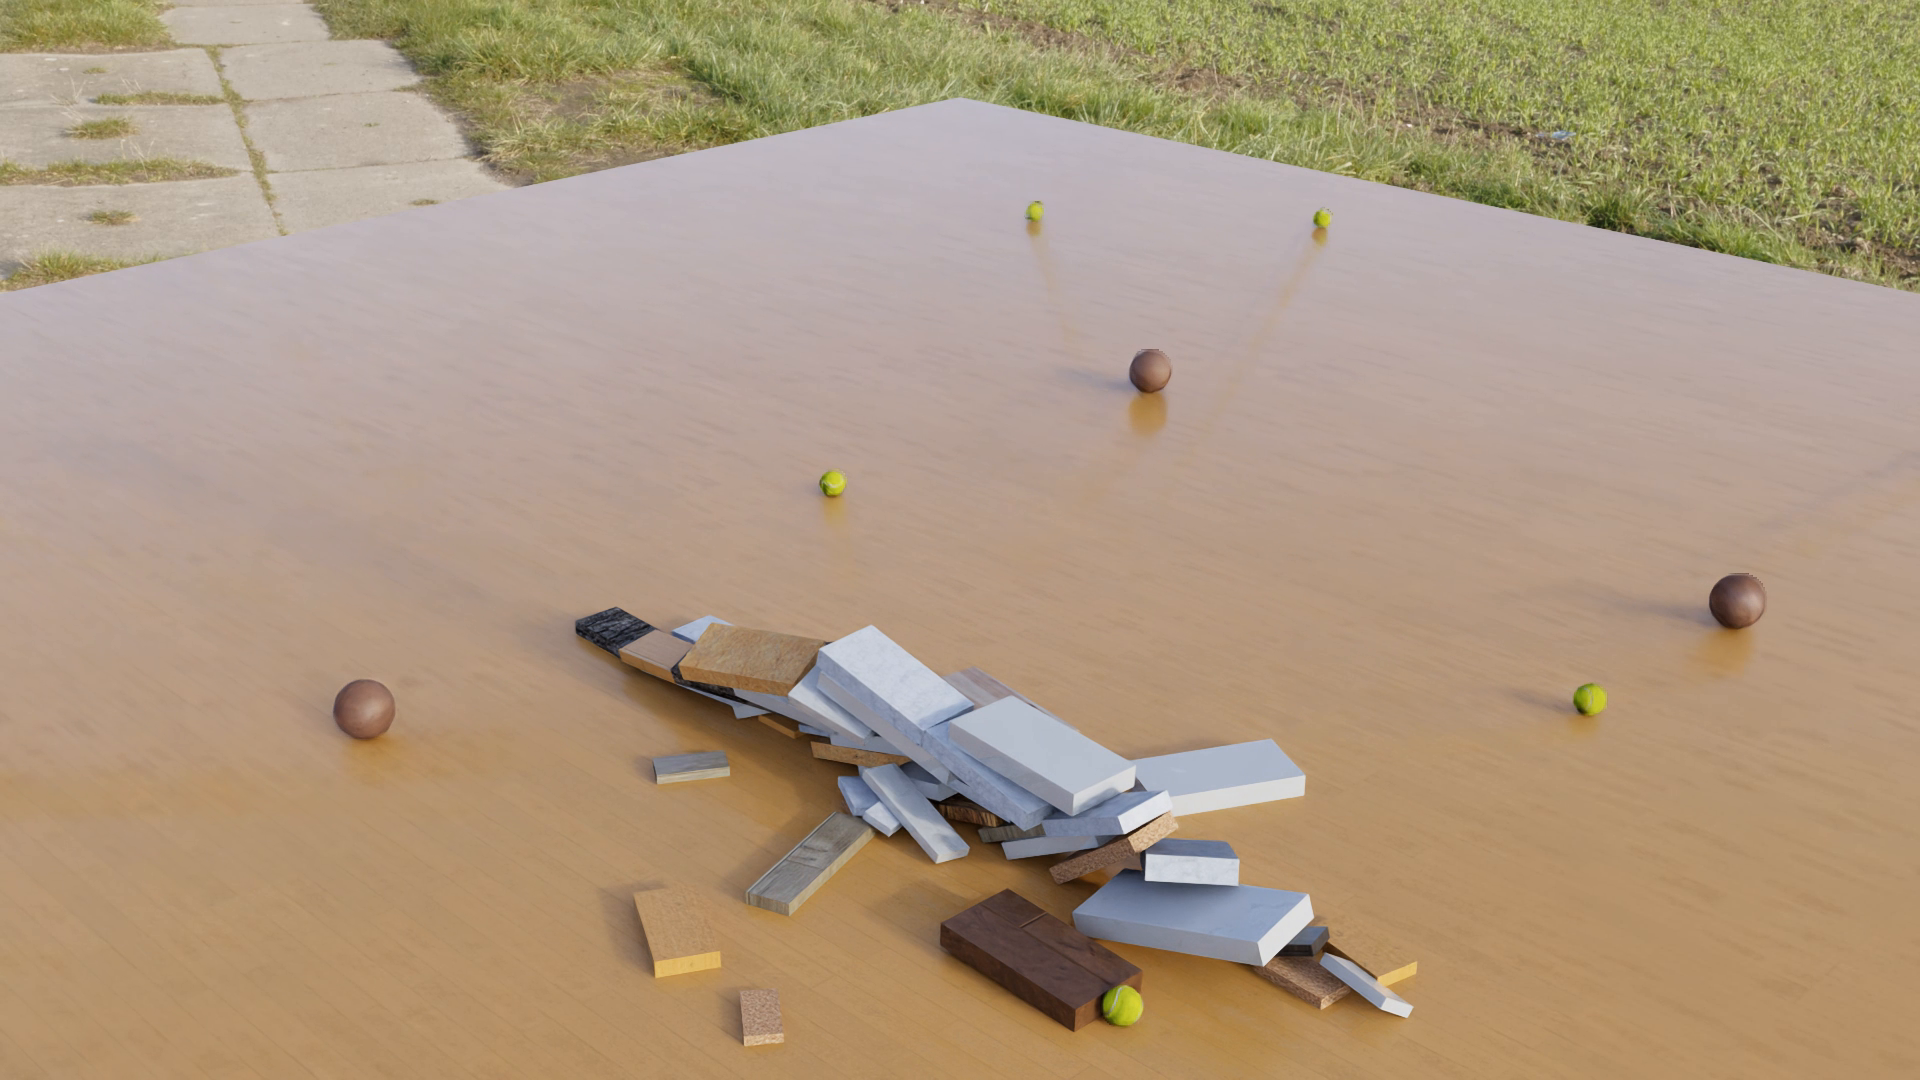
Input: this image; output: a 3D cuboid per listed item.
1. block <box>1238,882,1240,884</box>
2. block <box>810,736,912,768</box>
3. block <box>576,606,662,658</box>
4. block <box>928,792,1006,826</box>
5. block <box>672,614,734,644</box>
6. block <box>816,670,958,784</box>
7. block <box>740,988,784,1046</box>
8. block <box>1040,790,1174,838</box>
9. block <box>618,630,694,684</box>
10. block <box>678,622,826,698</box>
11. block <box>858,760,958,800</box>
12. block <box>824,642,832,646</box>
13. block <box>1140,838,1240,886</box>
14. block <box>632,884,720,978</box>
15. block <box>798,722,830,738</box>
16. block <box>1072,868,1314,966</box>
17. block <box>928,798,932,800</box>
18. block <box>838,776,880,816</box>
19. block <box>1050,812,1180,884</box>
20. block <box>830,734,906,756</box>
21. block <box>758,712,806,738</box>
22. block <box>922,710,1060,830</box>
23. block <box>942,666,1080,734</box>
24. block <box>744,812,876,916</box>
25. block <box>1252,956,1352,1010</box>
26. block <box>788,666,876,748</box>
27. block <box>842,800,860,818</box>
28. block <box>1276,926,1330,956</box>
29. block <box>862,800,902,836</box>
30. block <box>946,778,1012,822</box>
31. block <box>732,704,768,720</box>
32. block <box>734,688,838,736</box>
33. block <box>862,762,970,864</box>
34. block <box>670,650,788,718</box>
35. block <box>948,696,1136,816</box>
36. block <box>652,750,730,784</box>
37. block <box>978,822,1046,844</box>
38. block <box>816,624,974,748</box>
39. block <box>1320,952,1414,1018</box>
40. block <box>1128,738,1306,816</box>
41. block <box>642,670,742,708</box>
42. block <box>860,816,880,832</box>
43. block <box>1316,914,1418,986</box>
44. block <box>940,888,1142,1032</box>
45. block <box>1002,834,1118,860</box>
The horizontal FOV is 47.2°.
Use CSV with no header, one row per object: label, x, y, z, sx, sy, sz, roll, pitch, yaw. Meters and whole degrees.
block,0.484,0.673,4.156,0.105,0.015,0.053,-4,23,-9
block,-0.186,0.432,4.618,0.124,0.035,0.247,-21,16,-40
block,-0.791,0.226,5.186,0.118,0.034,0.237,-20,30,-38
block,0.034,0.532,4.409,0.194,0.028,0.097,3,20,46
block,-0.550,0.242,5.147,0.237,0.034,0.118,20,30,38
block,-0.107,0.351,4.457,0.362,0.043,0.151,34,39,27
block,-0.343,0.823,3.797,0.067,0.019,0.134,-3,23,-8
block,0.273,0.514,4.120,0.124,0.035,0.247,-23,5,-33
block,-0.669,0.264,4.993,0.108,0.030,0.215,-30,30,-34
block,-0.442,0.257,4.711,0.289,0.041,0.144,7,41,26
block,-0.081,0.478,4.515,0.124,0.035,0.248,-21,18,-39
block,-0.229,0.294,4.589,0.096,0.027,0.193,-3,48,-6
block,0.425,0.598,4.110,0.166,0.047,0.333,3,-2,3
block,-0.521,0.714,4.034,0.118,0.034,0.237,-7,24,-16
block,-0.286,0.401,4.723,0.061,0.017,0.121,-20,15,-38
block,0.415,0.674,3.954,0.408,0.048,0.169,1,23,42
block,-0.080,0.504,4.519,0.061,0.017,0.121,-20,19,-39
block,-0.199,0.518,4.458,0.067,0.019,0.134,2,21,-18
block,0.289,0.582,4.152,0.124,0.035,0.247,-25,-5,-40
block,-0.140,0.400,4.553,0.247,0.035,0.124,3,18,43
block,-0.379,0.397,4.804,0.061,0.017,0.122,-21,31,-40
block,0.083,0.444,4.293,0.151,0.043,0.302,-18,41,-38
block,0.076,0.385,4.792,0.167,0.047,0.375,-16,28,-33
block,-0.286,0.623,4.257,0.096,0.027,0.336,11,25,25
block,0.607,0.775,3.906,0.080,0.023,0.159,-18,29,-37
block,-0.248,0.340,4.509,0.193,0.027,0.096,28,52,21
block,-0.173,0.533,4.482,0.121,0.017,0.061,-14,27,-29
block,0.576,0.723,3.963,0.159,0.023,0.080,-6,12,33
block,-0.128,0.540,4.390,0.067,0.019,0.134,31,33,21
block,0.061,0.489,4.364,0.194,0.028,0.097,27,35,36
block,-0.382,0.338,4.837,0.215,0.030,0.108,-12,18,18
block,-0.330,0.313,4.669,0.289,0.041,0.144,18,46,36
block,-0.089,0.540,4.365,0.076,0.022,0.276,-8,37,-36
block,-0.417,0.300,4.784,0.433,0.041,0.144,13,44,32
block,0.155,0.412,4.235,0.169,0.048,0.338,-20,34,-39
block,-0.564,0.476,4.612,0.152,0.022,0.076,-6,24,-13
block,0.137,0.554,4.310,0.097,0.028,0.194,-24,6,-43
block,-0.132,0.293,4.457,0.301,0.043,0.151,36,40,29
block,0.710,0.778,3.845,0.080,0.023,0.159,24,5,-39
block,0.524,0.492,4.540,0.333,0.047,0.166,-7,24,-16
block,-0.574,0.298,4.953,0.108,0.030,0.354,-31,31,-35
block,-0.133,0.554,4.432,0.122,0.017,0.061,-11,25,-25
block,0.726,0.743,3.977,0.093,0.026,0.186,-14,27,-29
block,0.142,0.745,3.924,0.169,0.048,0.338,-21,33,-39
block,0.210,0.565,4.244,0.247,0.035,0.124,-16,6,45
